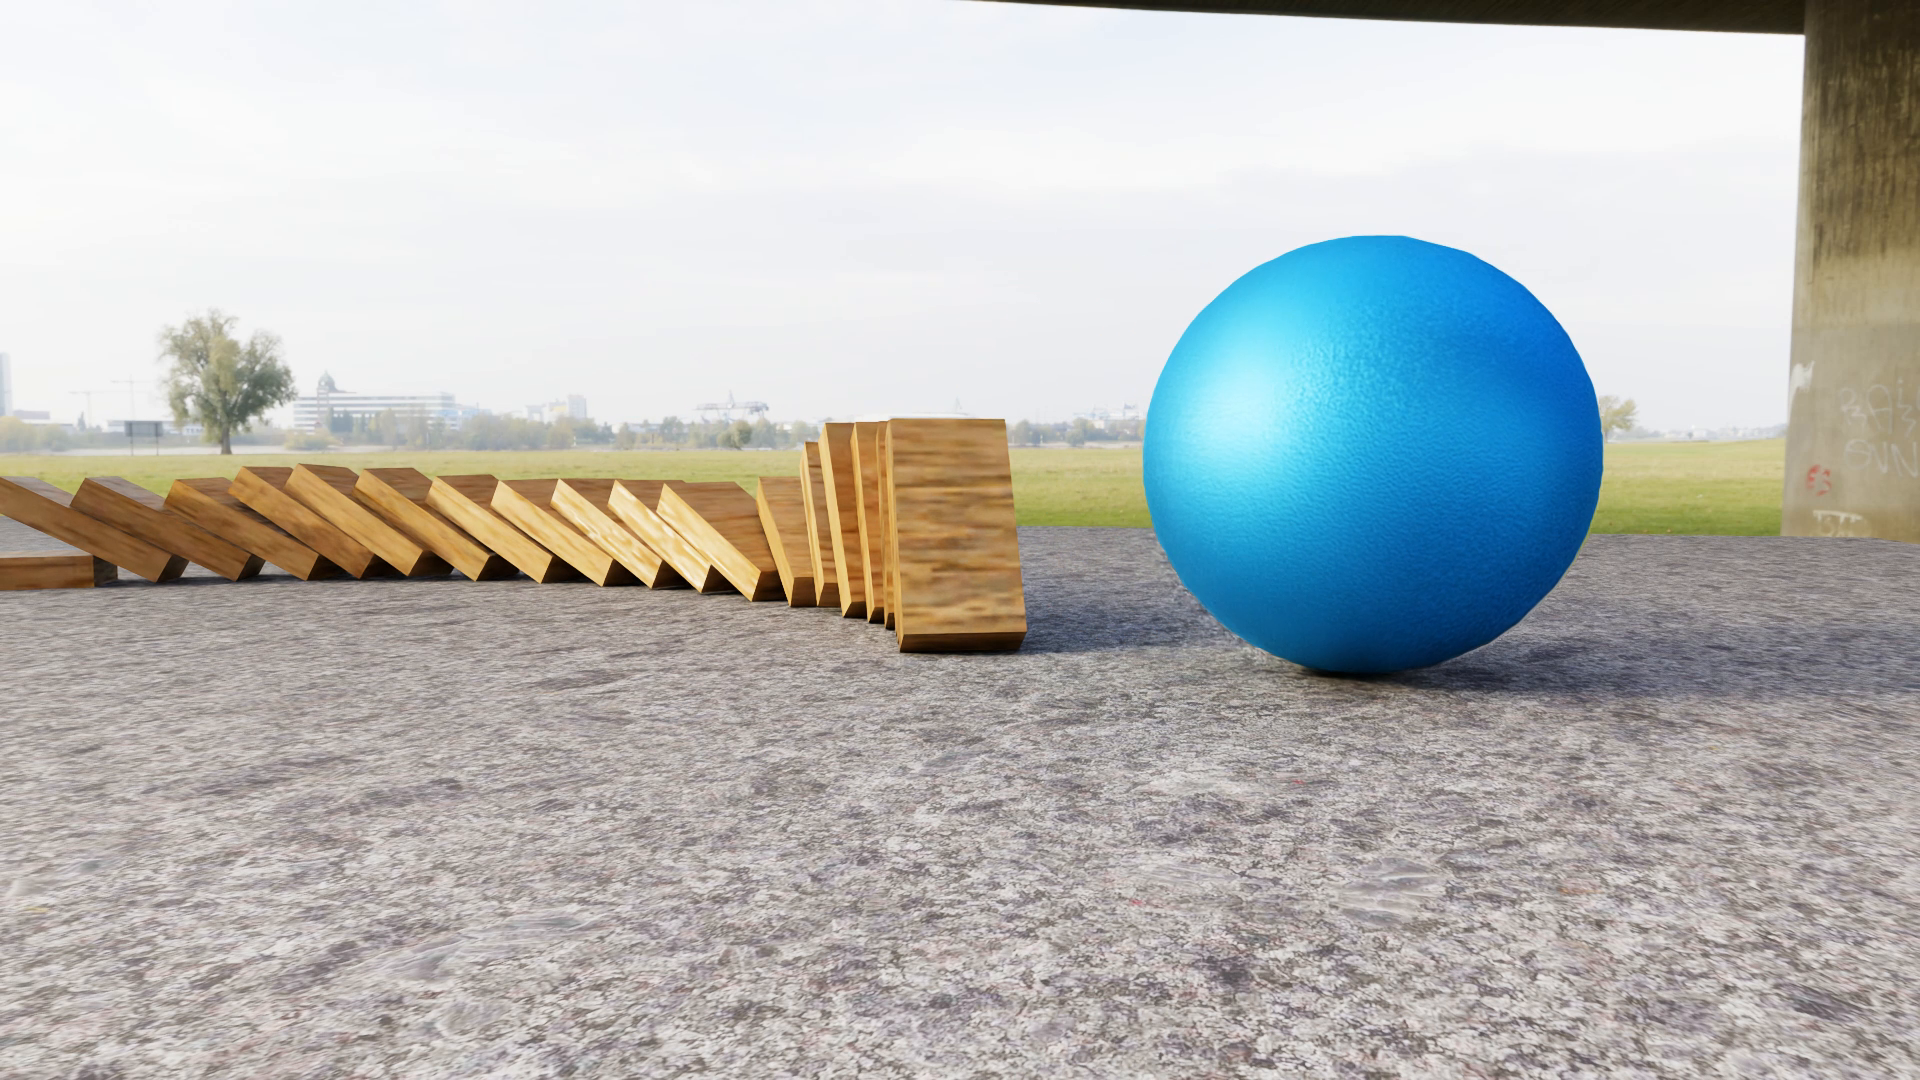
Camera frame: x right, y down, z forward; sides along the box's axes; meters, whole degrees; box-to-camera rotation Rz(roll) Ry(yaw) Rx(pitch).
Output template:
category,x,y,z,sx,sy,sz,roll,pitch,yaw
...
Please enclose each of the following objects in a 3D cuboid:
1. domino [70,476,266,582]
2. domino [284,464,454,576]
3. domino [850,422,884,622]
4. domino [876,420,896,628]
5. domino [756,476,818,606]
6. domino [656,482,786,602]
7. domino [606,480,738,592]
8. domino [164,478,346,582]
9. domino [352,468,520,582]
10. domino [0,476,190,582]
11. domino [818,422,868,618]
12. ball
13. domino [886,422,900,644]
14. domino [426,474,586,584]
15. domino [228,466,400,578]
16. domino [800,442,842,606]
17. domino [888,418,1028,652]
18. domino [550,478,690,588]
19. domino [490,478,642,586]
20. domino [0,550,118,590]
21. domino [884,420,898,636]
category,x,y,z,sx,sy,sz,roll,pitch,yaw
domino,-0.245,-0.004,0.401,0.050,0.009,0.025,28,-3,-14
domino,-0.187,-0.006,0.411,0.050,0.010,0.025,33,5,7
domino,-0.012,-0.005,0.315,0.025,0.050,0.009,-1,-26,-14
domino,-0.006,-0.004,0.304,0.025,0.050,0.009,-1,-26,-8
domino,-0.039,-0.001,0.355,0.025,0.009,0.050,-1,34,-21
domino,-0.062,-0.001,0.368,0.025,0.009,0.050,-5,33,-47
domino,-0.080,-0.002,0.383,0.050,0.010,0.025,36,24,33
domino,-0.222,-0.004,0.410,0.050,0.010,0.025,28,5,0
domino,-0.166,-0.006,0.411,0.050,0.009,0.025,33,9,7
domino,-0.264,-0.003,0.392,0.050,0.010,0.025,29,-6,-16
domino,-0.020,-0.006,0.325,0.025,0.050,0.009,-2,-26,-19
ball,0.074,-0.015,0.236,0.080,0.080,0.080,0,4,0
domino,-0.002,-0.003,0.282,0.025,0.050,0.009,-1,-26,-8
domino,-0.142,-0.004,0.408,0.050,0.009,0.025,32,14,16
domino,-0.204,-0.006,0.411,0.050,0.010,0.025,33,5,2
domino,-0.027,-0.005,0.341,0.025,0.009,0.050,2,48,-18
domino,-0.001,-0.002,0.272,0.025,0.050,0.009,-1,-26,-8
domino,-0.100,-0.003,0.394,0.050,0.009,0.025,34,20,27
domino,-0.119,-0.003,0.401,0.050,0.009,0.025,31,17,21
domino,-0.285,0.009,0.384,0.050,0.009,0.025,-2,5,-19
domino,-0.003,-0.003,0.293,0.025,0.050,0.010,-1,-26,-8
